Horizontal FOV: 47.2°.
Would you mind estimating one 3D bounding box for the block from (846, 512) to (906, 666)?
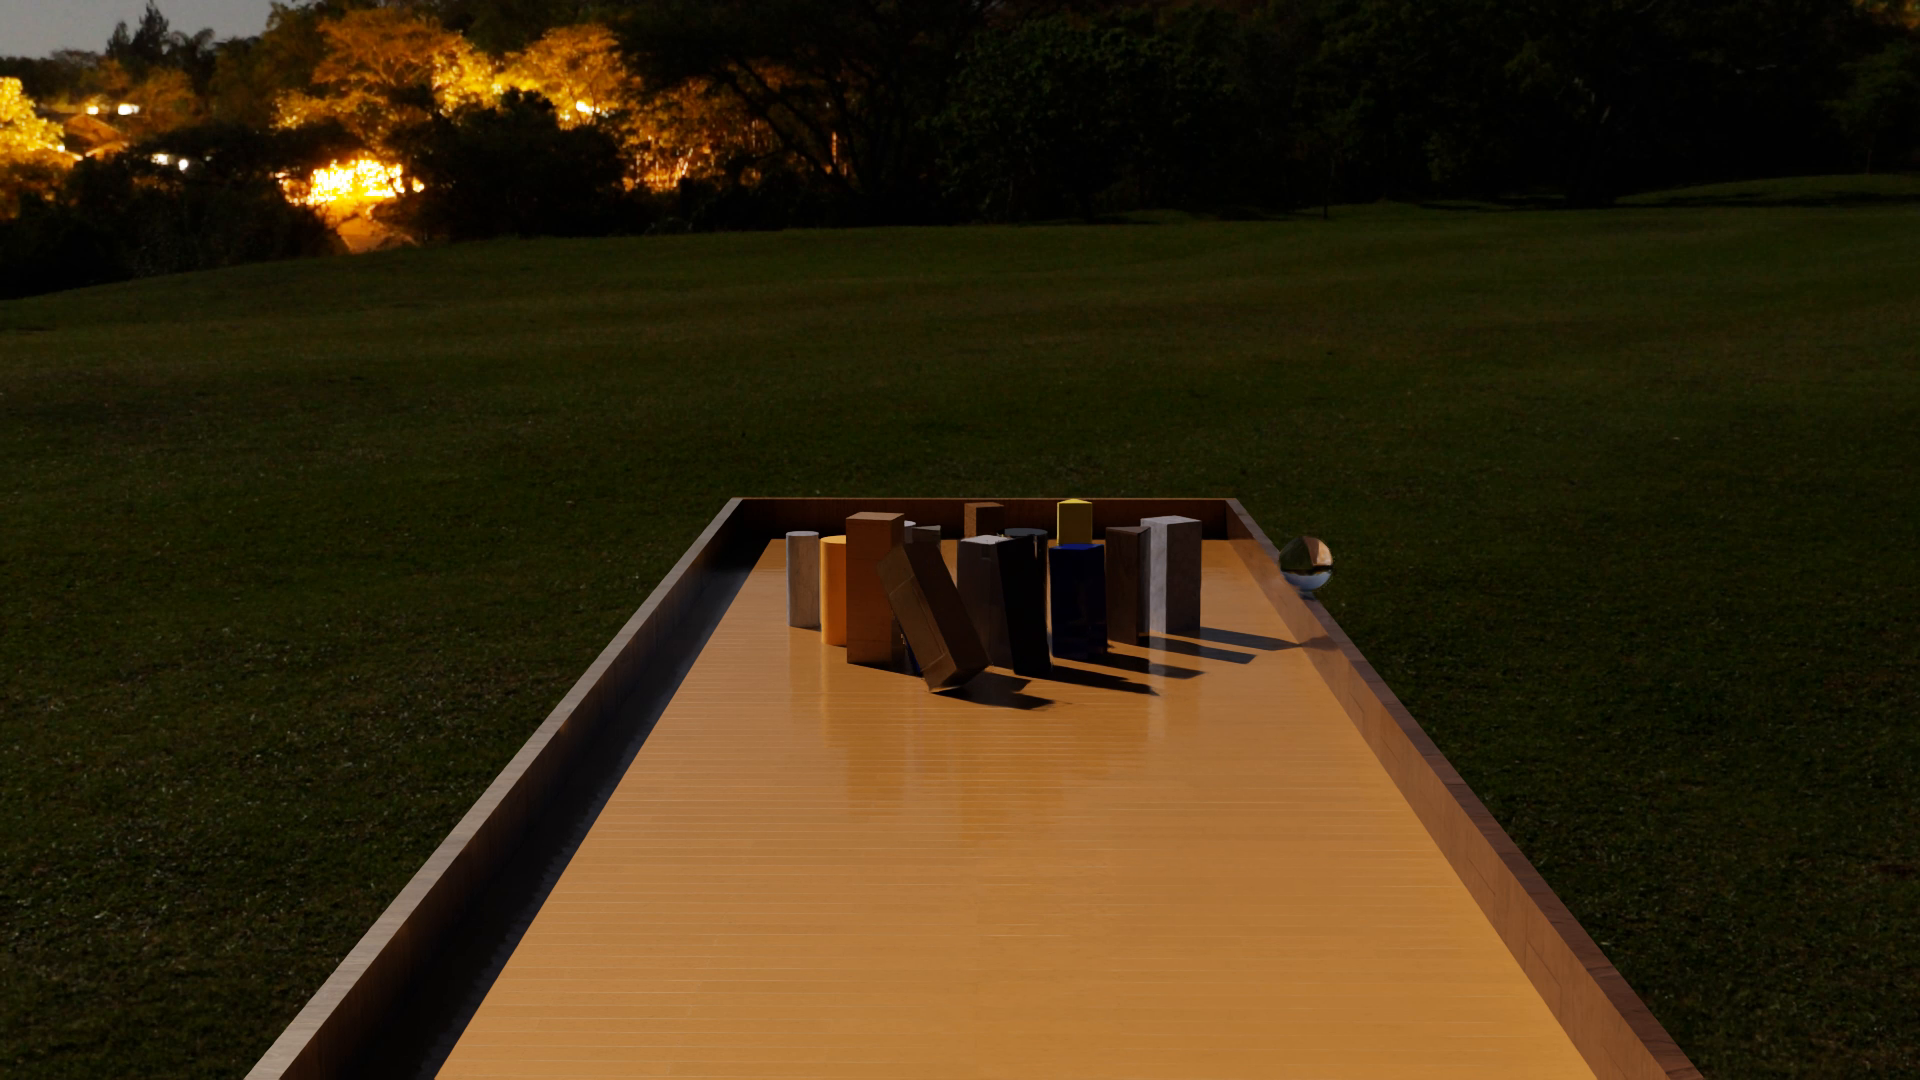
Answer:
[{"bbox_3d":[-0.256,0.146,6.670,0.141,0.443,0.141,2,9,15],"label":"block"}]

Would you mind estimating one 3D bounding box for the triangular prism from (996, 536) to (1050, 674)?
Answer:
[{"bbox_3d":[0.213,0.193,6.532,0.124,0.393,0.107,-11,-6,31],"label":"triangular prism"}]

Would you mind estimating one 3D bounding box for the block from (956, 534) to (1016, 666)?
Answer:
[{"bbox_3d":[0.086,0.181,6.686,0.135,0.369,0.135,8,12,42],"label":"block"}]

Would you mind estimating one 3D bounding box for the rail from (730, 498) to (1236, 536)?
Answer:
[{"bbox_3d":[0.099,-0.098,9.147,2.100,0.150,0.050,0,9,1],"label":"rail"}]

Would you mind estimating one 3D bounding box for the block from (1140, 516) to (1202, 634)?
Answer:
[{"bbox_3d":[0.686,0.111,7.167,0.141,0.358,0.141,-6,11,-31],"label":"block"}]

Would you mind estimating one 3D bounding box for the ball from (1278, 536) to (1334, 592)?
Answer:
[{"bbox_3d":[1.093,0.075,6.955,0.175,0.175,0.175,0,9,0],"label":"ball"}]

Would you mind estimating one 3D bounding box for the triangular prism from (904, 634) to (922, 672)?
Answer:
[{"bbox_3d":[-0.126,0.225,6.490,0.086,0.319,0.099,-17,-1,-15],"label":"triangular prism"}]

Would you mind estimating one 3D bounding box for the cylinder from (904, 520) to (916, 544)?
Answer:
[{"bbox_3d":[-0.219,0.113,7.219,0.149,0.338,0.149,0,9,0],"label":"cylinder"}]

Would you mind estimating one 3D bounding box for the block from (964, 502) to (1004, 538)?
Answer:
[{"bbox_3d":[0.080,0.085,7.178,0.100,0.405,0.100,-4,10,-22],"label":"block"}]

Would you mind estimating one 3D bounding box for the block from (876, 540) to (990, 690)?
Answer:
[{"bbox_3d":[-0.079,0.216,6.327,0.133,0.409,0.133,-5,-26,-44],"label":"block"}]

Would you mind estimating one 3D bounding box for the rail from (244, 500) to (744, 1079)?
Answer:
[{"bbox_3d":[-1.004,0.839,3.234,0.050,0.150,12.000,0,9,1],"label":"rail"}]

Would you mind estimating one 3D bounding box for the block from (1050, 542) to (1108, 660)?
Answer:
[{"bbox_3d":[0.363,0.186,6.742,0.123,0.337,0.123,3,9,32],"label":"block"}]

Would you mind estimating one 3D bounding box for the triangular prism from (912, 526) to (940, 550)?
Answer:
[{"bbox_3d":[-0.086,0.142,6.938,0.100,0.368,0.087,6,11,31],"label":"triangular prism"}]

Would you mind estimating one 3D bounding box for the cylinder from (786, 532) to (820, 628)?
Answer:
[{"bbox_3d":[-0.516,0.129,7.229,0.107,0.303,0.107,0,9,0],"label":"cylinder"}]

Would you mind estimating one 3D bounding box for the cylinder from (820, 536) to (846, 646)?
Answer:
[{"bbox_3d":[-0.358,0.159,6.961,0.164,0.326,0.164,0,9,0],"label":"cylinder"}]

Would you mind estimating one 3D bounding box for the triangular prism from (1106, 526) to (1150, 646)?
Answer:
[{"bbox_3d":[0.557,0.141,6.974,0.126,0.359,0.146,-8,12,-40],"label":"triangular prism"}]

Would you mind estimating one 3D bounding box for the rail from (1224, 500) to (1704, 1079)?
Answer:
[{"bbox_3d":[1.046,0.843,3.208,0.050,0.150,12.000,0,9,1],"label":"rail"}]

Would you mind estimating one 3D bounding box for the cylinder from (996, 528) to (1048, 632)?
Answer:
[{"bbox_3d":[0.195,0.151,6.919,0.160,0.356,0.160,0,9,0],"label":"cylinder"}]

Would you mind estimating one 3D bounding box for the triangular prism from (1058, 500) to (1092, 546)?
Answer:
[{"bbox_3d":[0.372,0.077,7.197,0.111,0.415,0.096,0,9,0],"label":"triangular prism"}]
